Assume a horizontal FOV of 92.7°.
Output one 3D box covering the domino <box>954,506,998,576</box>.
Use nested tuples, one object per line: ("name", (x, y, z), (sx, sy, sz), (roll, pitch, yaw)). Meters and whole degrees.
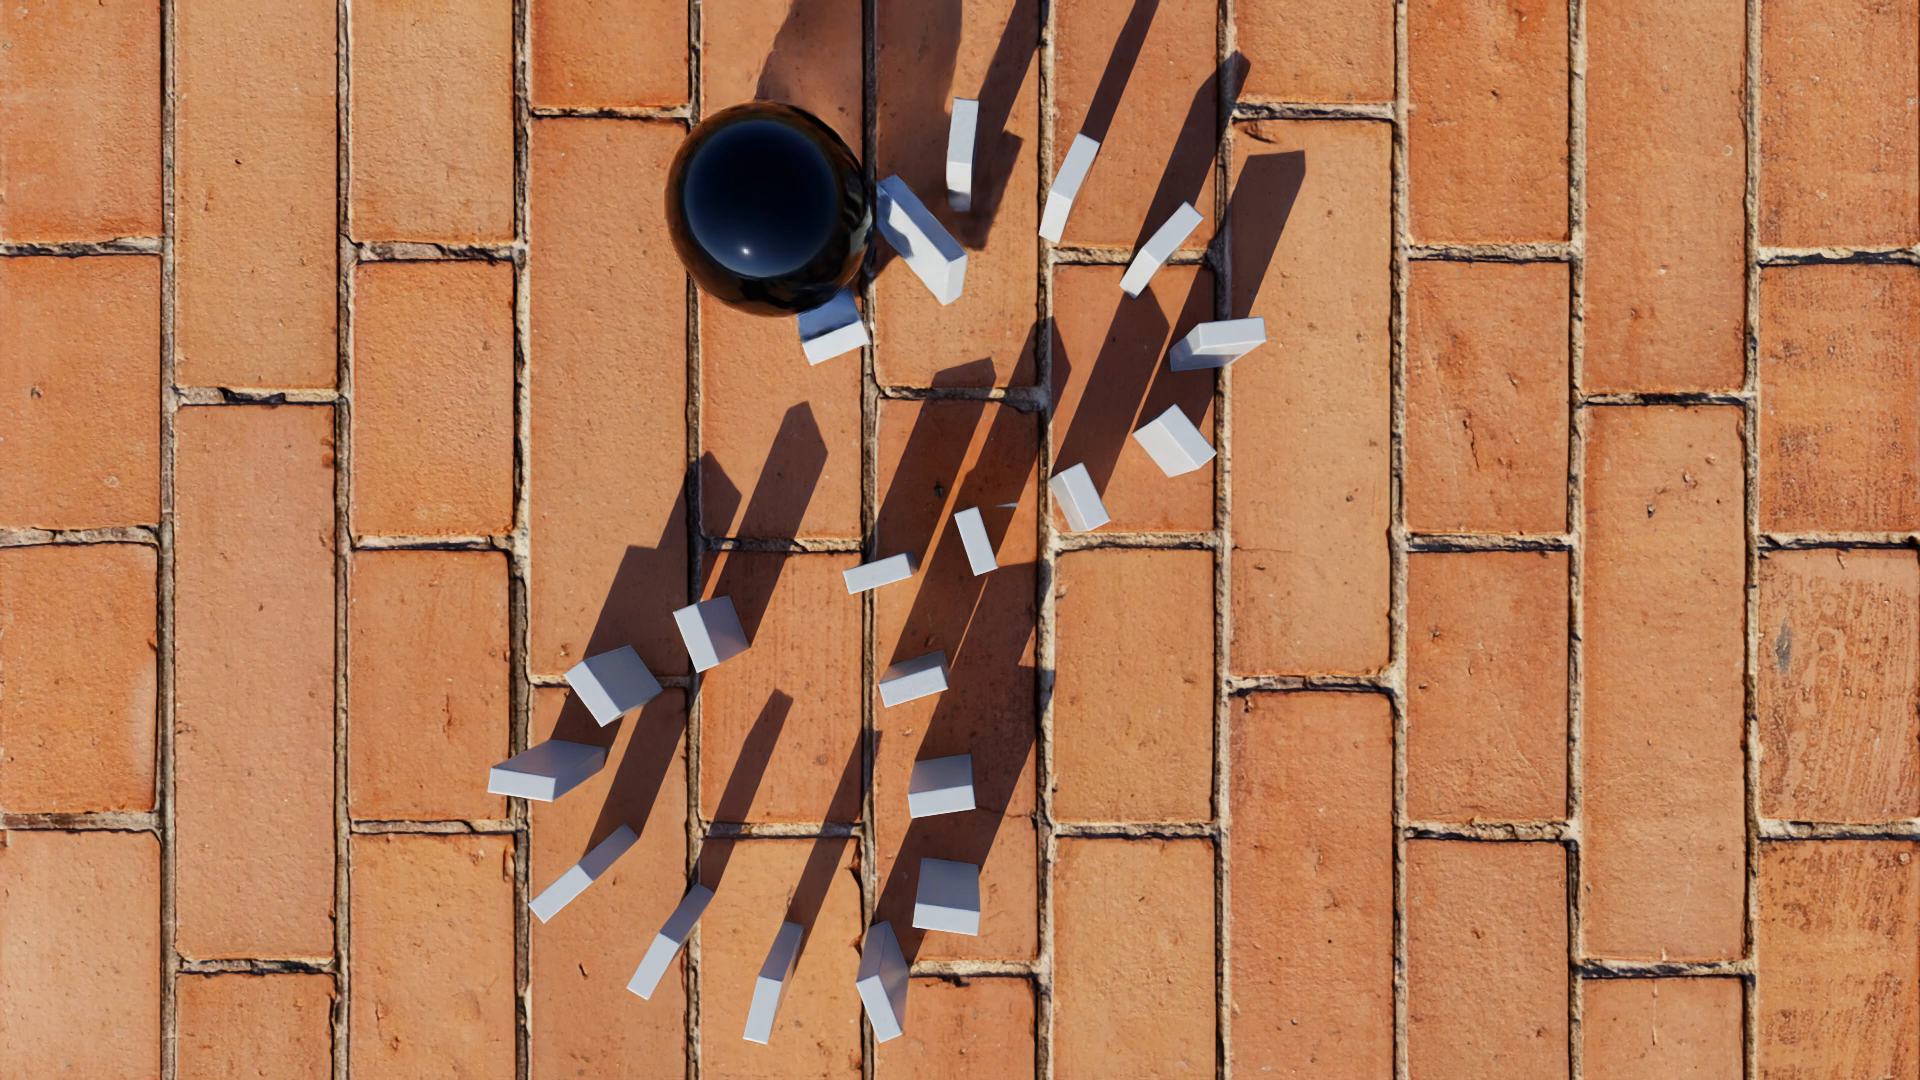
("domino", (0.006, 0.000, 0.375), (0.010, 0.050, 0.025), (-18, 90, 0))

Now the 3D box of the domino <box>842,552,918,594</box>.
("domino", (-0.032, 0.013, 0.375), (0.025, 0.050, 0.010), (-16, 90, 0))

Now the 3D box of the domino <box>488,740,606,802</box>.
("domino", (-0.167, 0.093, 0.375), (0.025, 0.050, 0.010), (9, 90, 0))

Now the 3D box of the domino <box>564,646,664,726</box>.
("domino", (-0.140, 0.059, 0.375), (0.010, 0.050, 0.025), (-36, 90, 0))

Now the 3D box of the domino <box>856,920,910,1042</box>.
("domino", (-0.031, 0.179, 0.375), (0.010, 0.050, 0.025), (-22, 90, 0))

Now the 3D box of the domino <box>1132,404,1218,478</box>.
("domino", (0.087, -0.040, 0.375), (0.009, 0.050, 0.025), (-40, 90, 0))

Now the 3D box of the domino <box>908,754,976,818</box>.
("domino", (-0.007, 0.100, 0.375), (0.025, 0.050, 0.010), (-9, 90, 0))

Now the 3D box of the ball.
("ball", (-0.074, -0.128, 0.360), (0.080, 0.080, 0.080), (0, 90, 0))

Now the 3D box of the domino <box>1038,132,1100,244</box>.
("domino", (0.044, -0.142, 0.375), (0.010, 0.050, 0.025), (26, 90, 0))

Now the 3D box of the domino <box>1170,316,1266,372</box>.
("domino", (0.104, -0.079, 0.375), (0.025, 0.050, 0.009), (-6, 90, 0))

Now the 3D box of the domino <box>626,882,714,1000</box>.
("domino", (-0.117, 0.163, 0.375), (0.009, 0.050, 0.025), (30, 90, 0))

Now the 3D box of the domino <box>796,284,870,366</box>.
("domino", (-0.053, -0.090, 0.377), (0.025, 0.050, 0.010), (-22, 126, 1))

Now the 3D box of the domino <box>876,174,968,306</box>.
("domino", (-0.017, -0.124, 0.380), (0.009, 0.025, 0.050), (-32, 72, -19))

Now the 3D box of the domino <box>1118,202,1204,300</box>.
("domino", (0.081, -0.117, 0.375), (0.010, 0.050, 0.025), (43, 90, 0))

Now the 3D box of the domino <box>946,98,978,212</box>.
("domino", (0.001, -0.156, 0.375), (0.009, 0.050, 0.025), (7, 90, 0))

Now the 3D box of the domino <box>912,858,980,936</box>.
("domino", (-0.005, 0.145, 0.375), (0.025, 0.050, 0.010), (8, 90, 0))

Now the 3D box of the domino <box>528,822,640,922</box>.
("domino", (-0.153, 0.135, 0.375), (0.025, 0.050, 0.010), (-40, 90, 0))

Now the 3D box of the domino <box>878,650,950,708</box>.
("domino", (-0.018, 0.056, 0.375), (0.025, 0.050, 0.010), (-17, 90, 0))

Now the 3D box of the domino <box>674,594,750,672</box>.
("domino", (-0.101, 0.037, 0.375), (0.010, 0.050, 0.025), (-22, 90, 0))

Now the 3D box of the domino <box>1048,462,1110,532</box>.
("domino", (0.048, -0.017, 0.375), (0.009, 0.050, 0.025), (-26, 90, 0))

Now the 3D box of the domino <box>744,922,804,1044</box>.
("domino", (-0.075, 0.179, 0.375), (0.010, 0.050, 0.025), (14, 90, 0))
